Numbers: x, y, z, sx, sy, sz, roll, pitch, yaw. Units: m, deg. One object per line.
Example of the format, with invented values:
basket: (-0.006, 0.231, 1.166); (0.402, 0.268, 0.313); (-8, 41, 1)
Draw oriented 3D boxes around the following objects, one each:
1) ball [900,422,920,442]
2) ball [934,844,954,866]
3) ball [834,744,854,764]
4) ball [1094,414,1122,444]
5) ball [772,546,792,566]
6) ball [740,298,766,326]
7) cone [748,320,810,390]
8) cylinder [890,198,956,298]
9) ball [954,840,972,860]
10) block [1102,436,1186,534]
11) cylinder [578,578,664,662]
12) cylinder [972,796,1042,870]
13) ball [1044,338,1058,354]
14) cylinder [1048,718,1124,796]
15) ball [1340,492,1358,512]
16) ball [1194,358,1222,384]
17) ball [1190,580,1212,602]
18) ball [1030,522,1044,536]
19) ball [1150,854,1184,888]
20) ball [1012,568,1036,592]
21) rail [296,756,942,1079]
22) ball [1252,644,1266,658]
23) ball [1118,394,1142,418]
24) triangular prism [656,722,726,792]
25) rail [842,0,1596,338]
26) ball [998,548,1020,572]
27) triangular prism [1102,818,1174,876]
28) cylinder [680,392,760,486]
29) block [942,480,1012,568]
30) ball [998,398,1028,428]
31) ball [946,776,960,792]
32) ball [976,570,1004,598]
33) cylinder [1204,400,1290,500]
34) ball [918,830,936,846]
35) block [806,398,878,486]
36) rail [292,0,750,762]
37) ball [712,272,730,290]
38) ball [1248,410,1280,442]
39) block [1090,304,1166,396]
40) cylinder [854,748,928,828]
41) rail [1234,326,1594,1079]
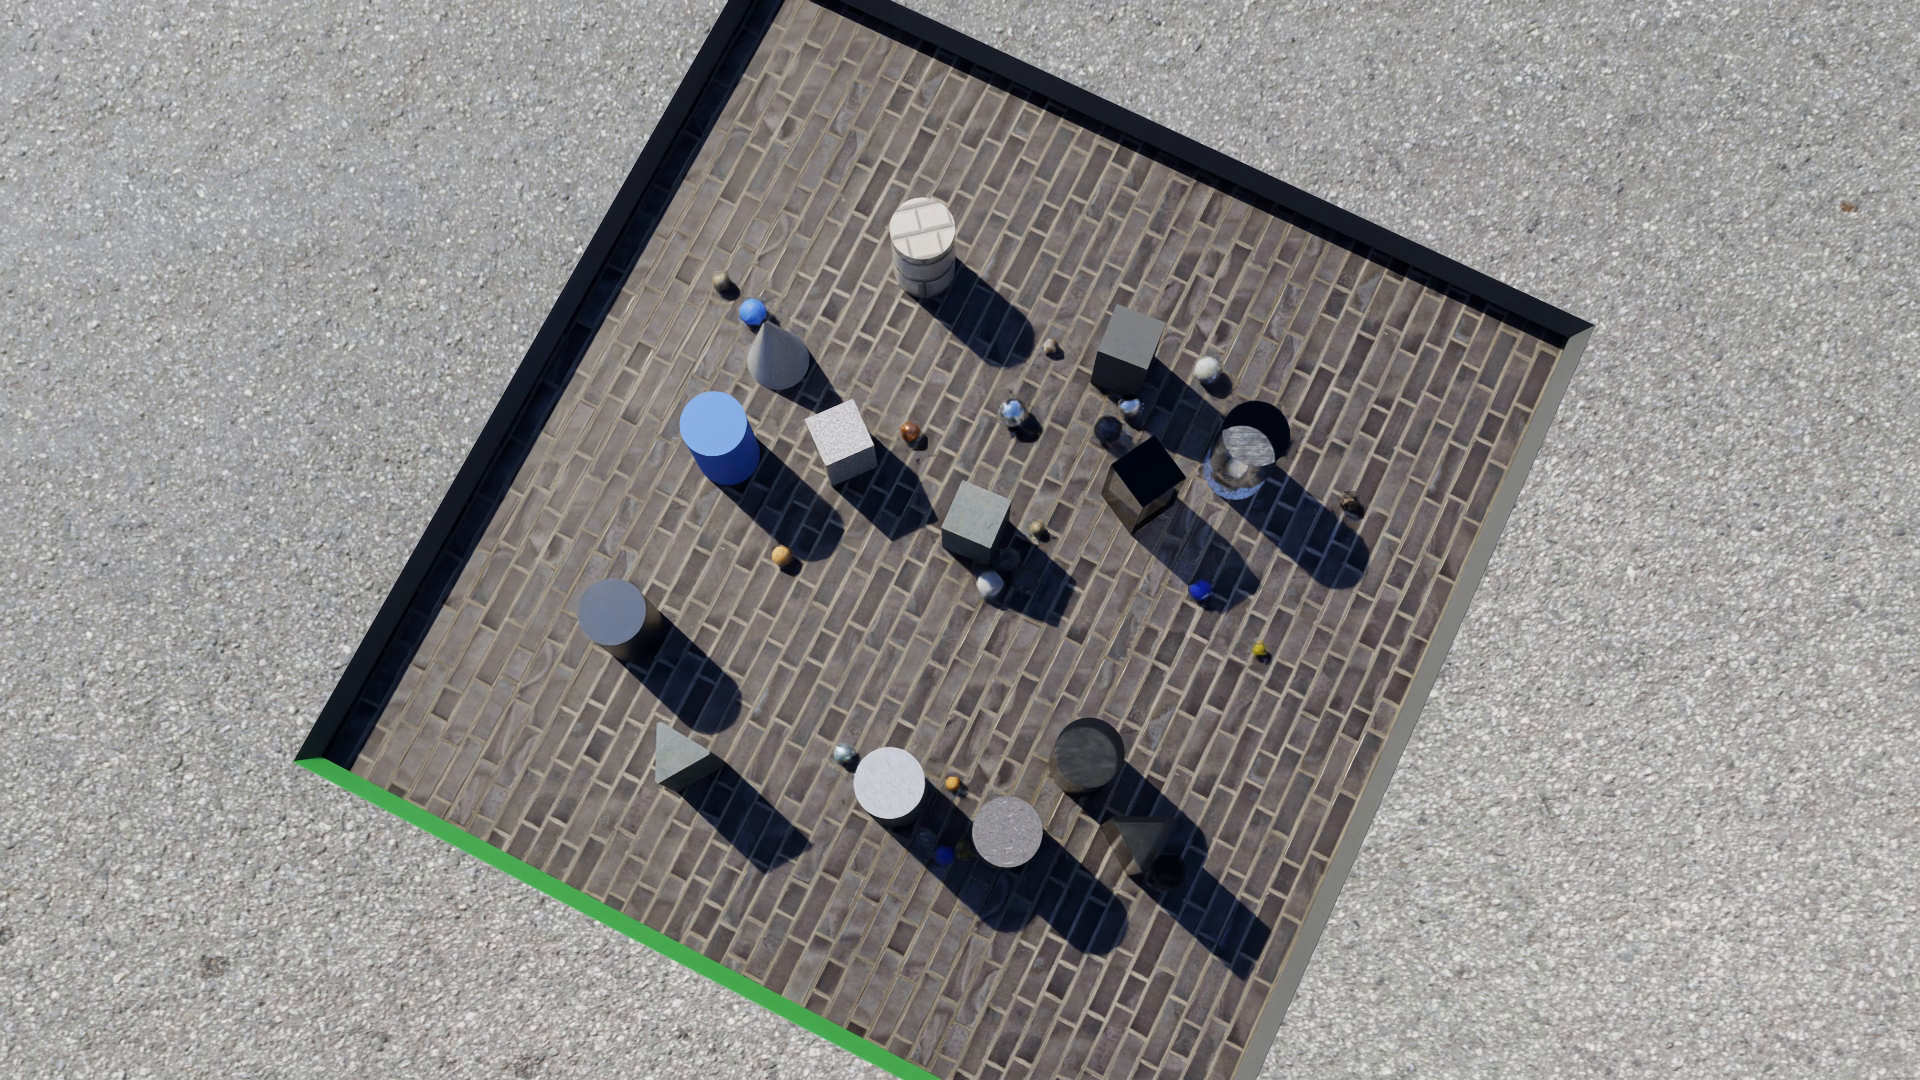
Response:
ball: (-0.155, -0.335, 5.655); (0.061, 0.061, 0.061); (0, 78, 0)
ball: (-0.047, 0.927, 5.394); (0.060, 0.060, 0.060); (0, 78, 0)
ball: (-0.347, 0.636, 5.454); (0.061, 0.061, 0.061); (0, 78, 0)
ball: (0.455, -0.341, 5.641); (0.090, 0.090, 0.090); (0, 78, 0)
ball: (-0.542, 0.049, 5.574); (0.063, 0.063, 0.063); (0, 78, 0)
ball: (-0.646, -0.711, 5.721); (0.084, 0.084, 0.084); (0, 78, 0)
cone: (-0.568, -0.603, 5.540); (0.195, 0.394, 0.195); (0, 78, 0)
cylinder: (-0.112, -0.892, 5.624); (0.195, 0.348, 0.195); (0, 78, 0)
ball: (0.010, 0.914, 5.399); (0.057, 0.057, 0.057); (0, 78, 0)
block: (0.543, -0.160, 5.457); (0.156, 0.378, 0.156); (-34, 80, -7)
cylinder: (-0.994, 0.239, 5.396); (0.195, 0.334, 0.195); (0, 78, 0)
cylinder: (0.131, 0.845, 5.253); (0.195, 0.370, 0.195); (0, 78, 0)
ball: (0.282, -0.604, 5.718); (0.046, 0.046, 0.046); (0, 78, 0)
cylinder: (0.362, 0.630, 5.291); (0.195, 0.382, 0.195); (0, 78, 0)
ball: (1.190, -0.117, 5.611); (0.057, 0.057, 0.057); (0, 78, 0)
ball: (0.769, -0.525, 5.683); (0.084, 0.084, 0.084); (0, 78, 0)
ball: (0.730, 0.153, 5.551); (0.066, 0.066, 0.066); (0, 78, 0)
ball: (0.237, -0.035, 5.602); (0.043, 0.043, 0.043); (0, 78, 0)
ball: (0.608, 0.971, 5.366); (0.098, 0.098, 0.098); (0, 78, 0)
ball: (0.193, 0.121, 5.553); (0.076, 0.076, 0.076); (0, 78, 0)
rail: (-0.647, 1.273, 5.287); (2.893, 0.127, 0.045); (26, 80, 5)
ball: (0.903, 0.333, 5.526); (0.042, 0.042, 0.042); (0, 78, 0)
ball: (0.523, -0.414, 5.660); (0.073, 0.073, 0.073); (0, 78, 0)
triangular prism: (-0.809, 0.610, 5.303); (0.169, 0.367, 0.146); (-29, 80, -6)
rail: (0.647, -1.260, 5.811); (2.893, 0.127, 0.045); (26, 80, 5)
ball: (0.151, 0.061, 5.569); (0.068, 0.068, 0.068); (0, 78, 0)
triangular prism: (0.480, 0.839, 5.210); (0.146, 0.456, 0.169); (31, 80, 6)
cylinder: (-0.716, -0.301, 5.493); (0.195, 0.363, 0.195); (0, 78, 0)
block: (0.048, -0.047, 5.480); (0.156, 0.286, 0.156); (23, 79, 5)
ball: (0.164, -0.393, 5.651); (0.092, 0.092, 0.092); (0, 78, 0)
ball: (-0.020, 0.724, 5.444); (0.045, 0.045, 0.045); (0, 78, 0)
ball: (0.091, 0.133, 5.548); (0.081, 0.081, 0.081); (0, 78, 0)
cylinder: (0.849, -0.262, 5.454); (0.195, 0.425, 0.195); (0, 78, 0)
ball: (-0.099, 0.879, 5.409); (0.051, 0.051, 0.051); (0, 78, 0)
block: (-0.357, -0.292, 5.544); (0.156, 0.261, 0.156); (-24, 79, -5)
rail: (-1.272, -0.616, 5.678); (0.045, 0.127, 2.939); (26, 80, 5)
ball: (-0.750, -0.812, 5.755); (0.059, 0.059, 0.059); (0, 78, 0)
ball: (0.934, -0.352, 5.640); (0.096, 0.096, 0.096); (0, 78, 0)
block: (0.507, -0.566, 5.566); (0.156, 0.329, 0.156); (22, 79, 4)
cylinder: (-0.193, 0.710, 5.232); (0.195, 0.465, 0.195); (0, 78, 0)
rail: (1.272, 0.630, 5.420); (0.045, 0.127, 2.939); (26, 80, 5)
